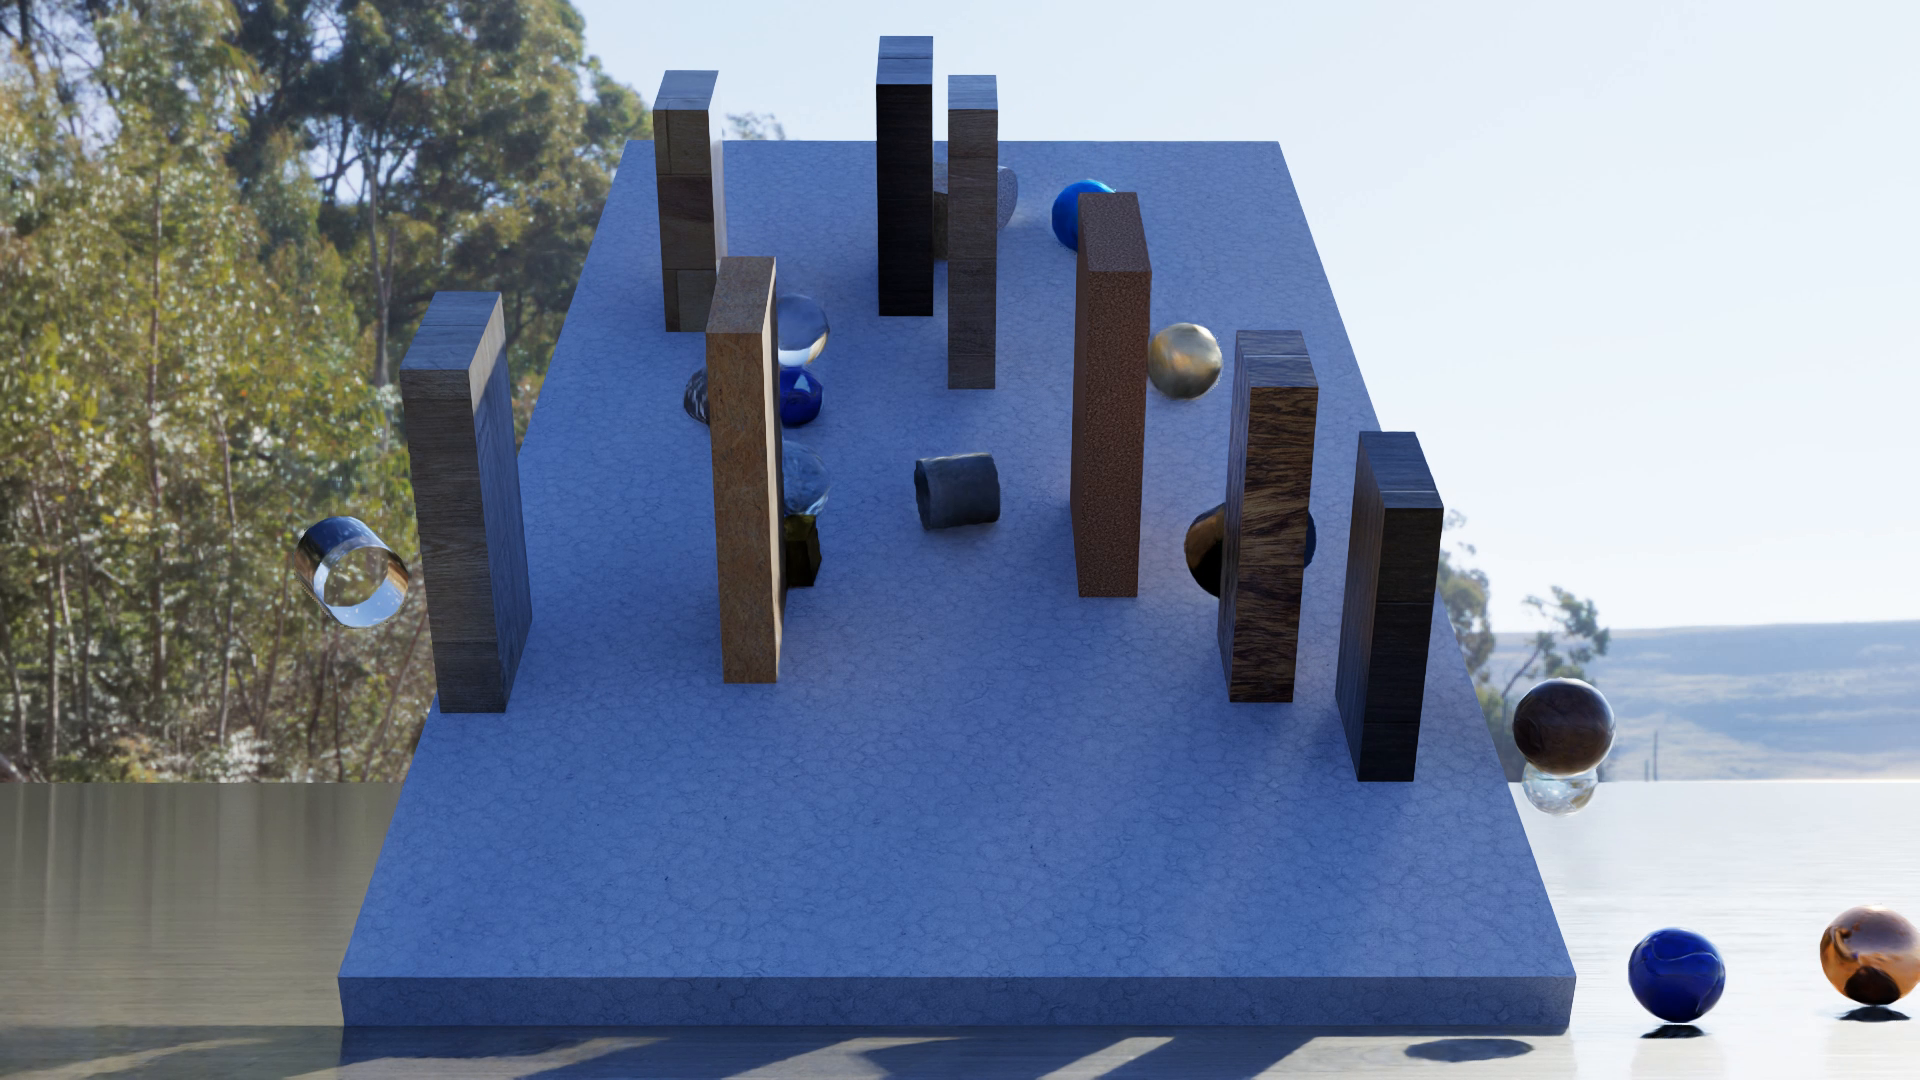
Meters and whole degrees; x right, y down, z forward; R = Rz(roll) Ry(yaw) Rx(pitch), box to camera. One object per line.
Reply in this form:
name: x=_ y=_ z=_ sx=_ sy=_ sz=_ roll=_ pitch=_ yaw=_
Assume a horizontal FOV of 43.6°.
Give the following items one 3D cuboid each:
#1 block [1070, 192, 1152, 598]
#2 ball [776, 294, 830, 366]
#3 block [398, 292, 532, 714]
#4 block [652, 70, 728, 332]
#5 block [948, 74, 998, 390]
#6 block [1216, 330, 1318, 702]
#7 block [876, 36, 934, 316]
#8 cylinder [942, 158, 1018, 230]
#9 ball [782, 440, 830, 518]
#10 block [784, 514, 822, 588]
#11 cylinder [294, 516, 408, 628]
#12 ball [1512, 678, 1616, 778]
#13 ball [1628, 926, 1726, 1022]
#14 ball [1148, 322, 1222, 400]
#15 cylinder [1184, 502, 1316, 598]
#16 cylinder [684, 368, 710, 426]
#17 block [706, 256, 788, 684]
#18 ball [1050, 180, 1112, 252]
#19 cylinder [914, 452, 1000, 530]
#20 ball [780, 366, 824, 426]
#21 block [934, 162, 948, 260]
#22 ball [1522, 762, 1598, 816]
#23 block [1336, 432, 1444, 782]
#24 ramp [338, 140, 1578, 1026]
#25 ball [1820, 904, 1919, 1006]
block: x=0.305 y=-0.301 z=4.948 sx=0.119 sy=0.721 sz=0.427 roll=0 pitch=29 yaw=0
ball: x=-0.412 y=-0.515 z=5.891 sx=0.181 sy=0.181 sz=0.181 roll=0 pitch=-6 yaw=0
block: x=-0.924 y=-0.070 z=4.527 sx=0.122 sy=0.715 sz=0.349 roll=0 pitch=29 yaw=0
block: x=-0.680 y=-0.861 z=6.095 sx=0.136 sy=0.587 sz=0.308 roll=0 pitch=29 yaw=0
block: x=0.028 y=-0.734 z=5.749 sx=0.115 sy=0.705 sz=0.251 roll=0 pitch=29 yaw=0
block: x=0.576 y=-0.041 z=4.536 sx=0.120 sy=0.666 sz=0.248 roll=0 pitch=29 yaw=0
block: x=-0.139 y=-0.945 z=6.218 sx=0.140 sy=0.619 sz=0.399 roll=0 pitch=29 yaw=0
cylinder: x=0.042 y=-0.973 z=6.729 sx=0.176 sy=0.176 sz=0.176 roll=17 pitch=3 yaw=28
ball: x=-0.373 y=-0.115 z=5.076 sx=0.193 sy=0.193 sz=0.193 roll=0 pitch=-6 yaw=0
block: x=-0.356 y=0.023 z=4.978 sx=0.109 sy=0.109 sz=0.109 roll=-2 pitch=28 yaw=8
cylinder: x=-1.457 y=0.075 z=5.739 sx=0.207 sy=0.207 sz=0.207 roll=4 pitch=18 yaw=-37
ball: x=1.092 y=0.339 z=4.339 sx=0.181 sy=0.181 sz=0.181 roll=0 pitch=-6 yaw=0
ball: x=1.185 y=0.718 z=3.965 sx=0.157 sy=0.157 sz=0.157 roll=0 pitch=-6 yaw=0
ball: x=0.535 y=-0.428 z=5.737 sx=0.182 sy=0.182 sz=0.182 roll=0 pitch=-6 yaw=0
cylinder: x=0.587 y=0.006 z=4.859 sx=0.193 sy=0.193 sz=0.193 roll=3 pitch=-15 yaw=-25
cylinder: x=-0.553 y=-0.323 z=5.593 sx=0.130 sy=0.130 sz=0.130 roll=26 pitch=12 yaw=39
block: x=-0.406 y=-0.133 z=4.621 sx=0.102 sy=0.739 sz=0.360 roll=0 pitch=29 yaw=0
ball: x=0.347 y=-0.880 z=6.541 sx=0.197 sy=0.197 sz=0.197 roll=0 pitch=-6 yaw=0
cylinder: x=-0.006 y=-0.106 z=5.171 sx=0.153 sy=0.153 sz=0.153 roll=-7 pitch=-4 yaw=-12
ball: x=-0.387 y=-0.336 z=5.608 sx=0.140 sy=0.140 sz=0.140 roll=0 pitch=-6 yaw=0
block: x=-0.052 y=-0.904 z=6.586 sx=0.192 sy=0.192 sz=0.192 roll=17 pitch=33 yaw=28
ball: x=1.407 y=0.562 z=5.630 sx=0.172 sy=0.172 sz=0.172 roll=0 pitch=-6 yaw=0
block: x=0.773 y=0.121 z=4.349 sx=0.101 sy=0.564 sz=0.295 roll=0 pitch=29 yaw=0
ramp: x=-0.012 y=-0.218 z=5.645 sx=2.000 sy=0.100 sz=4.000 roll=0 pitch=29 yaw=0
ball: x=1.620 y=0.737 z=4.260 sx=0.177 sy=0.177 sz=0.177 roll=0 pitch=-6 yaw=0
